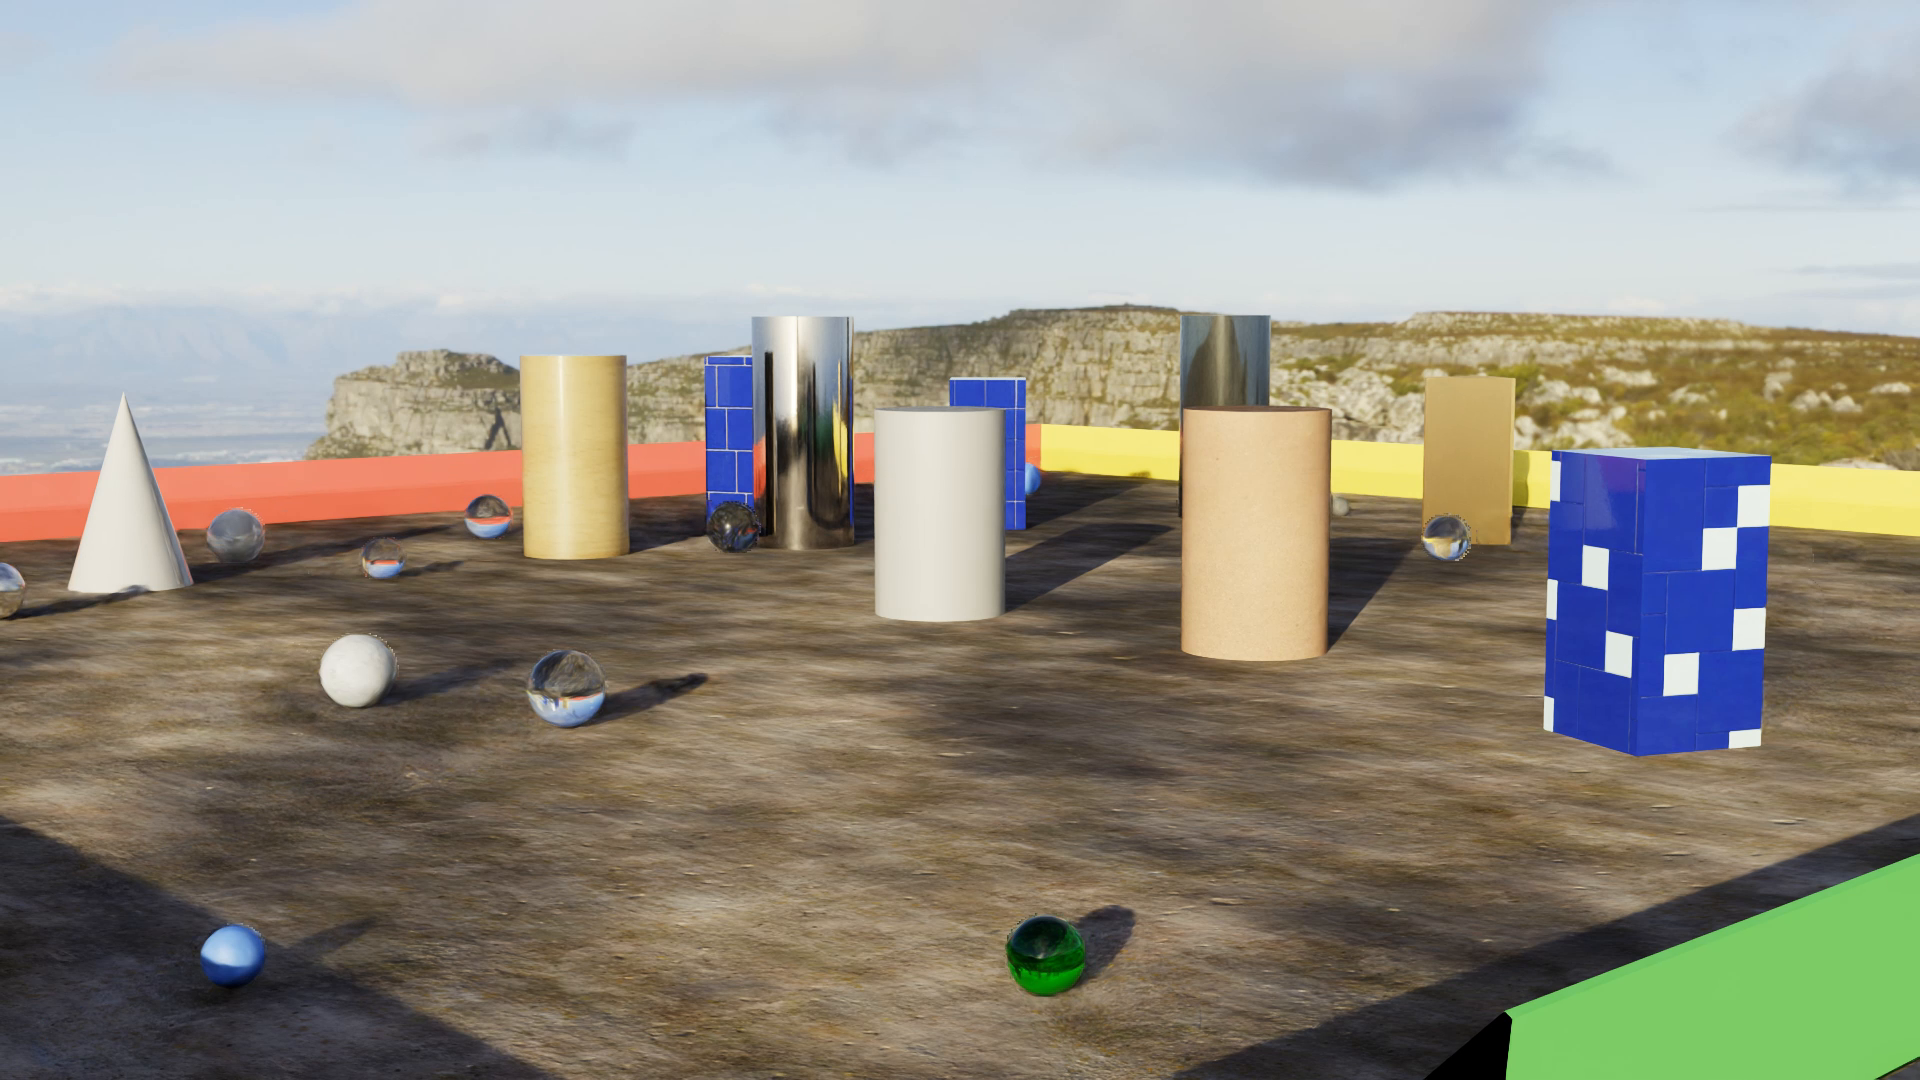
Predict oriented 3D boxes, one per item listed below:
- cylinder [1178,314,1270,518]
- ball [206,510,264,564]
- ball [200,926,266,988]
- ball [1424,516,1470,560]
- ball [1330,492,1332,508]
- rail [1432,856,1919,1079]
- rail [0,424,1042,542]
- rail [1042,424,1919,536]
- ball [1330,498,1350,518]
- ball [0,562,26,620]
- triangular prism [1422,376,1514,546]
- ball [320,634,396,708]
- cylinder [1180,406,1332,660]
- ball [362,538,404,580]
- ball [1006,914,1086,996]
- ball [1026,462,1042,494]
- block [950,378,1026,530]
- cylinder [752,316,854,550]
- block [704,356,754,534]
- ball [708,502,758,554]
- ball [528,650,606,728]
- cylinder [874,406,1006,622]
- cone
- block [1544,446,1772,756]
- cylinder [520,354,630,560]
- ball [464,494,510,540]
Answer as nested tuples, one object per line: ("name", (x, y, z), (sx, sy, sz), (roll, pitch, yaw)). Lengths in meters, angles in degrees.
("cylinder", (0.565, -0.264, 4.702), (0.192, 0.431, 0.192), (0, 6, 0))
("ball", (-1.267, -0.006, 3.849), (0.096, 0.096, 0.096), (0, 6, 0))
("ball", (-0.478, 0.274, 1.447), (0.041, 0.041, 0.041), (0, 6, 0))
("ball", (0.862, -0.003, 3.894), (0.080, 0.080, 0.080), (0, 6, 0))
("ball", (0.755, -0.086, 4.690), (0.078, 0.078, 0.078), (0, 6, 0))
("rail", (1.265, 0.176, 1.969), (4.100, 0.125, 0.045), (-6, 8, -42))
("rail", (-1.265, -0.111, 4.695), (4.100, 0.125, 0.045), (-6, 8, -42))
("rail", (1.489, -0.111, 4.699), (0.045, 0.125, 3.778), (-6, 8, -42))
("ball", (0.812, -0.070, 4.704), (0.043, 0.043, 0.043), (0, 6, 0))
("ball", (-1.384, 0.073, 3.150), (0.085, 0.085, 0.085), (0, 6, 0))
("triangular prism", (0.991, -0.157, 4.231), (0.166, 0.314, 0.144), (3, 7, 24))
("ball", (-0.673, 0.147, 2.457), (0.083, 0.083, 0.083), (0, 6, 0))
("cylinder", (0.386, -0.014, 2.868), (0.192, 0.315, 0.192), (0, 6, 0))
("ball", (-0.951, 0.031, 3.624), (0.069, 0.069, 0.069), (0, 6, 0))
("ball", (0.056, 0.270, 1.430), (0.052, 0.052, 0.052), (0, 6, 0))
("ball", (0.155, -0.147, 5.267), (0.078, 0.078, 0.078), (0, 6, 0))
("block", (0.057, -0.180, 4.509), (0.154, 0.302, 0.154), (0, 6, 1))
("cylinder", (-0.295, -0.205, 4.143), (0.192, 0.430, 0.192), (0, 6, 0))
("block", (-0.401, -0.190, 4.379), (0.154, 0.350, 0.154), (3, 7, 23))
("ball", (-0.415, -0.022, 4.012), (0.092, 0.092, 0.092), (0, 6, 0))
("ball", (-0.419, 0.158, 2.345), (0.083, 0.083, 0.083), (0, 6, 0))
("cylinder", (-0.029, -0.042, 3.220), (0.192, 0.299, 0.192), (0, 6, 0))
("cone", (-1.338, -0.082, 3.534), (0.192, 0.313, 0.192), (0, 6, 0))
("block", (0.719, 0.058, 2.277), (0.154, 0.297, 0.154), (-2, 6, -21))
("cylinder", (-0.699, -0.155, 3.995), (0.192, 0.361, 0.192), (0, 6, 0))
("ball", (-0.914, -0.045, 4.255), (0.087, 0.087, 0.087), (0, 6, 0))
